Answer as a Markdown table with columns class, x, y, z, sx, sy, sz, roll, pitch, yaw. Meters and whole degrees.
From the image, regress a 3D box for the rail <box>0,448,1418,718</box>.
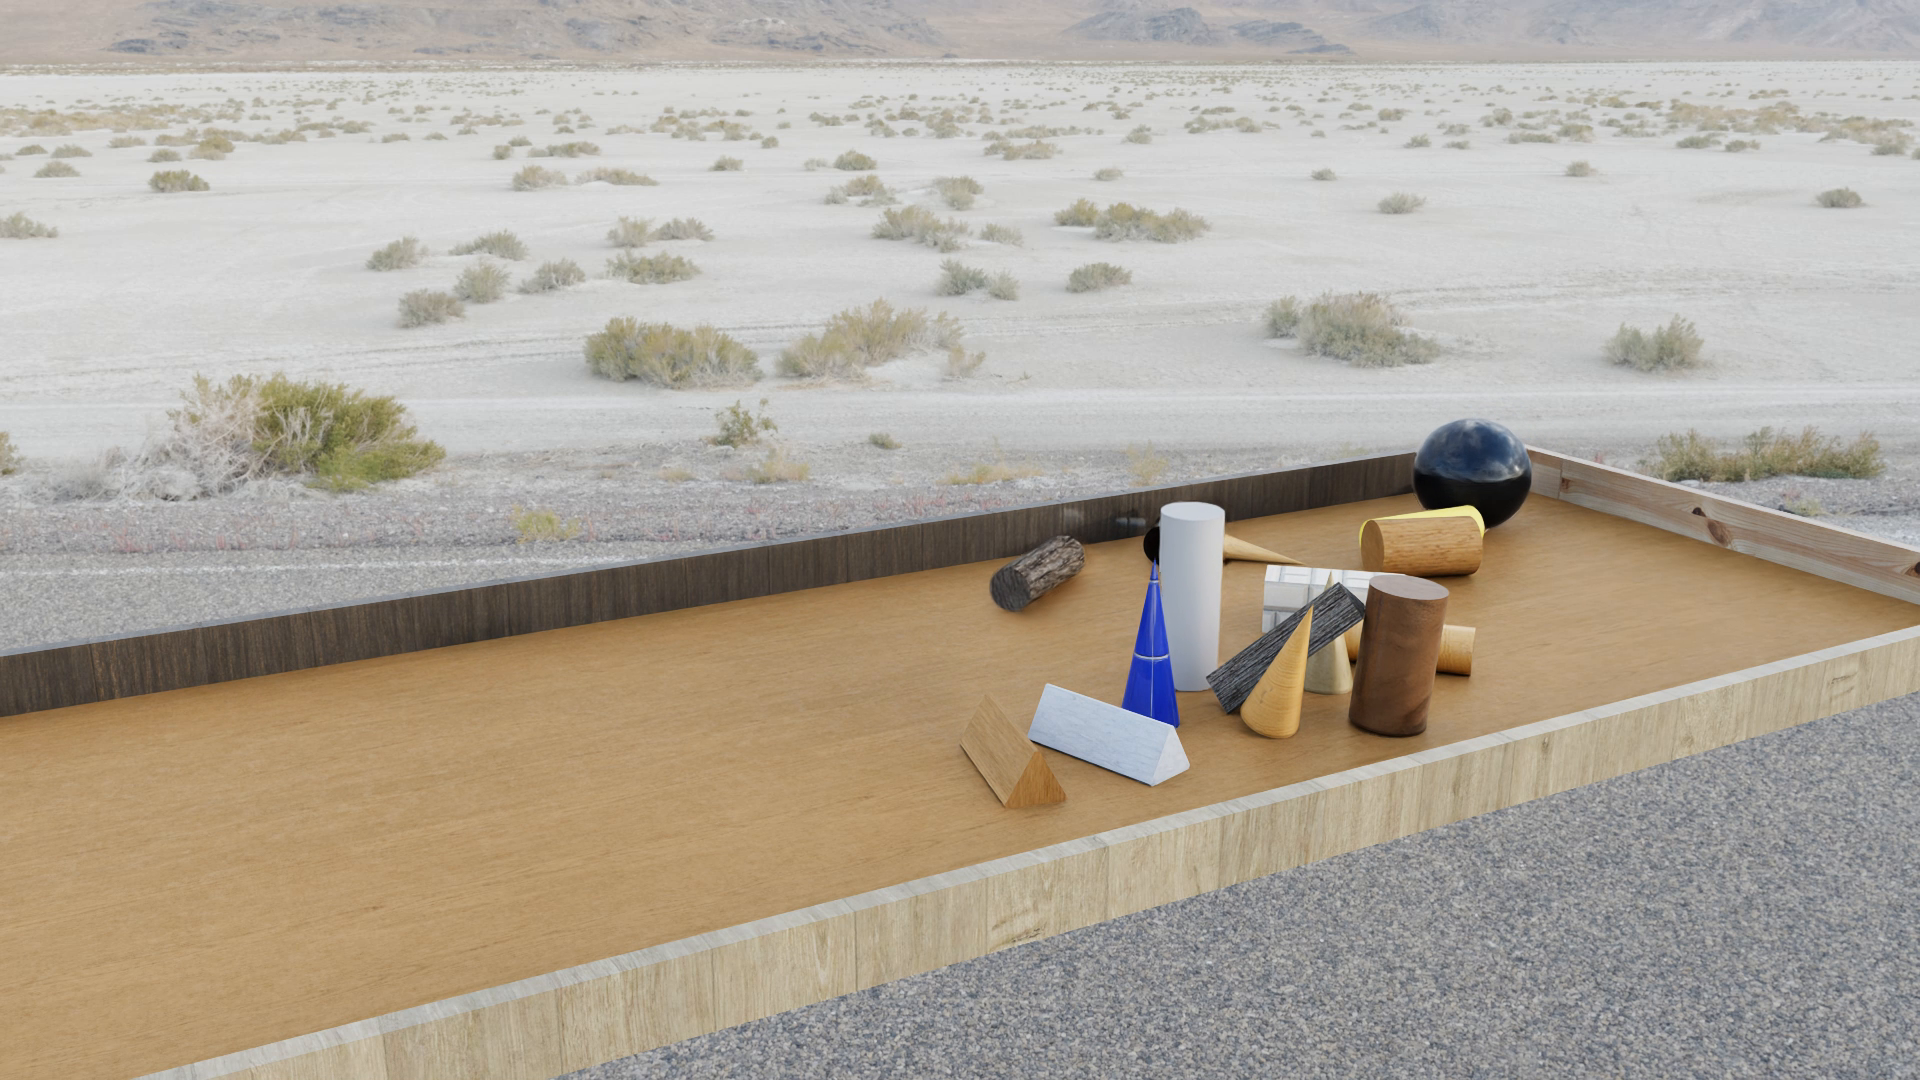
| class | x | y | z | sx | sy | sz | roll | pitch | yaw |
| --- | --- | --- | --- | --- | --- | --- | --- | --- | --- |
| rail | -3.305 | 0.497 | 3.399 | 12.000 | 0.150 | 0.050 | -9 | 18 | -27 |

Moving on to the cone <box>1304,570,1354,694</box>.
| class | x | y | z | sx | sy | sz | roll | pitch | yaw |
| --- | --- | --- | --- | --- | --- | --- | --- | --- | --- |
| cone | 0.910 | 0.215 | 4.086 | 0.149 | 0.303 | 0.149 | 0 | 16 | 0 |

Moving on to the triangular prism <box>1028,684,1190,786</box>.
| class | x | y | z | sx | sy | sz | roll | pitch | yaw |
| --- | --- | --- | --- | --- | --- | --- | --- | --- | --- |
| triangular prism | 0.329 | 0.422 | 3.695 | 0.359 | 0.119 | 0.137 | 15 | 23 | 42 |

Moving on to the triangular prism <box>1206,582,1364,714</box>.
| class | x | y | z | sx | sy | sz | roll | pitch | yaw |
| --- | --- | --- | --- | --- | --- | --- | --- | --- | --- |
| triangular prism | 0.765 | 0.249 | 3.907 | 0.400 | 0.092 | 0.106 | -39 | 2 | 22 |

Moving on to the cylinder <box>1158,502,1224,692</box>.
| class | x | y | z | sx | sy | sz | roll | pitch | yaw |
| --- | --- | --- | --- | --- | --- | --- | --- | --- | --- |
| cylinder | 0.567 | 0.141 | 4.079 | 0.155 | 0.445 | 0.155 | 0 | 18 | 0 |

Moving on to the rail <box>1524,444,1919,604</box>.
| class | x | y | z | sx | sy | sz | roll | pitch | yaw |
| --- | --- | --- | --- | --- | --- | --- | --- | --- | --- |
| rail | 2.466 | -0.048 | 5.253 | 0.050 | 0.150 | 2.100 | -9 | 18 | -27 |

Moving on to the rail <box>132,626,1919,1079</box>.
| class | x | y | z | sx | sy | sz | roll | pitch | yaw |
| --- | --- | --- | --- | --- | --- | --- | --- | --- | --- |
| rail | -2.336 | 1.006 | 1.665 | 12.000 | 0.150 | 0.050 | -9 | 18 | -27 |

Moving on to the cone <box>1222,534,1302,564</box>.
| class | x | y | z | sx | sy | sz | roll | pitch | yaw |
| --- | --- | --- | --- | --- | --- | --- | --- | --- | --- |
| cone | 0.900 | 0.038 | 5.132 | 0.367 | 0.106 | 0.106 | 13 | 19 | 13 |

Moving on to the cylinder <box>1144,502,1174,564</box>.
| class | x | y | z | sx | sy | sz | roll | pitch | yaw |
| --- | --- | --- | --- | --- | --- | --- | --- | --- | --- |
| cylinder | 0.670 | -0.023 | 5.205 | 0.128 | 0.128 | 0.305 | 5 | 17 | 16 |

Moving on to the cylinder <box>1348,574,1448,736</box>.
| class | x | y | z | sx | sy | sz | roll | pitch | yaw |
| --- | --- | --- | --- | --- | --- | --- | --- | --- | --- |
| cylinder | 1.019 | 0.266 | 3.837 | 0.180 | 0.333 | 0.180 | 4 | 17 | -1 |

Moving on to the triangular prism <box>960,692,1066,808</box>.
| class | x | y | z | sx | sy | sz | roll | pitch | yaw |
| --- | --- | --- | --- | --- | --- | --- | --- | --- | --- |
| triangular prism | 0.112 | 0.449 | 3.605 | 0.138 | 0.119 | 0.348 | -5 | 17 | -15 |

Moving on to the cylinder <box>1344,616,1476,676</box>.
| class | x | y | z | sx | sy | sz | roll | pitch | yaw |
| --- | --- | --- | --- | --- | --- | --- | --- | --- | --- |
| cylinder | 1.098 | 0.261 | 4.249 | 0.431 | 0.122 | 0.122 | 6 | 17 | 19 |

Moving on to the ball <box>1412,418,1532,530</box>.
| class | x | y | z | sx | sy | sz | roll | pitch | yaw |
| --- | --- | --- | --- | --- | --- | --- | --- | --- | --- |
| ball | 1.681 | -0.215 | 5.422 | 0.376 | 0.376 | 0.376 | 0 | 16 | 0 |

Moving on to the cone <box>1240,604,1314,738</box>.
| class | x | y | z | sx | sy | sz | roll | pitch | yaw |
| --- | --- | --- | --- | --- | --- | --- | --- | --- | --- |
| cone | 0.753 | 0.278 | 3.750 | 0.141 | 0.344 | 0.141 | 8 | 36 | -6 |

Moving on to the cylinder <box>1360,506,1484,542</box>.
| class | x | y | z | sx | sy | sz | roll | pitch | yaw |
| --- | --- | --- | --- | --- | --- | --- | --- | --- | --- |
| cylinder | 1.452 | -0.020 | 5.184 | 0.385 | 0.135 | 0.135 | -8 | 18 | -24 |

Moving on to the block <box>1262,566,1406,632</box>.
| class | x | y | z | sx | sy | sz | roll | pitch | yaw |
| --- | --- | --- | --- | --- | --- | --- | --- | --- | --- |
| block | 1.021 | 0.173 | 4.504 | 0.372 | 0.148 | 0.148 | 4 | 17 | 13 |

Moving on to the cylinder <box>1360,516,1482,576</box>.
| class | x | y | z | sx | sy | sz | roll | pitch | yaw |
| --- | --- | --- | --- | --- | --- | --- | --- | --- | --- |
| cylinder | 1.387 | 0.022 | 4.964 | 0.307 | 0.178 | 0.178 | -2 | 17 | -8 |

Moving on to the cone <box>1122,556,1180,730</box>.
| class | x | y | z | sx | sy | sz | roll | pitch | yaw |
| --- | --- | --- | --- | --- | --- | --- | --- | --- | --- |
| cone | 0.446 | 0.234 | 3.834 | 0.145 | 0.409 | 0.145 | 0 | 16 | 0 |

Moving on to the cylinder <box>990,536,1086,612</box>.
| class | x | y | z | sx | sy | sz | roll | pitch | yaw |
| --- | --- | --- | --- | --- | --- | --- | --- | --- | --- |
| cylinder | 0.230 | 0.095 | 4.808 | 0.127 | 0.127 | 0.376 | 9 | 18 | 27 |
